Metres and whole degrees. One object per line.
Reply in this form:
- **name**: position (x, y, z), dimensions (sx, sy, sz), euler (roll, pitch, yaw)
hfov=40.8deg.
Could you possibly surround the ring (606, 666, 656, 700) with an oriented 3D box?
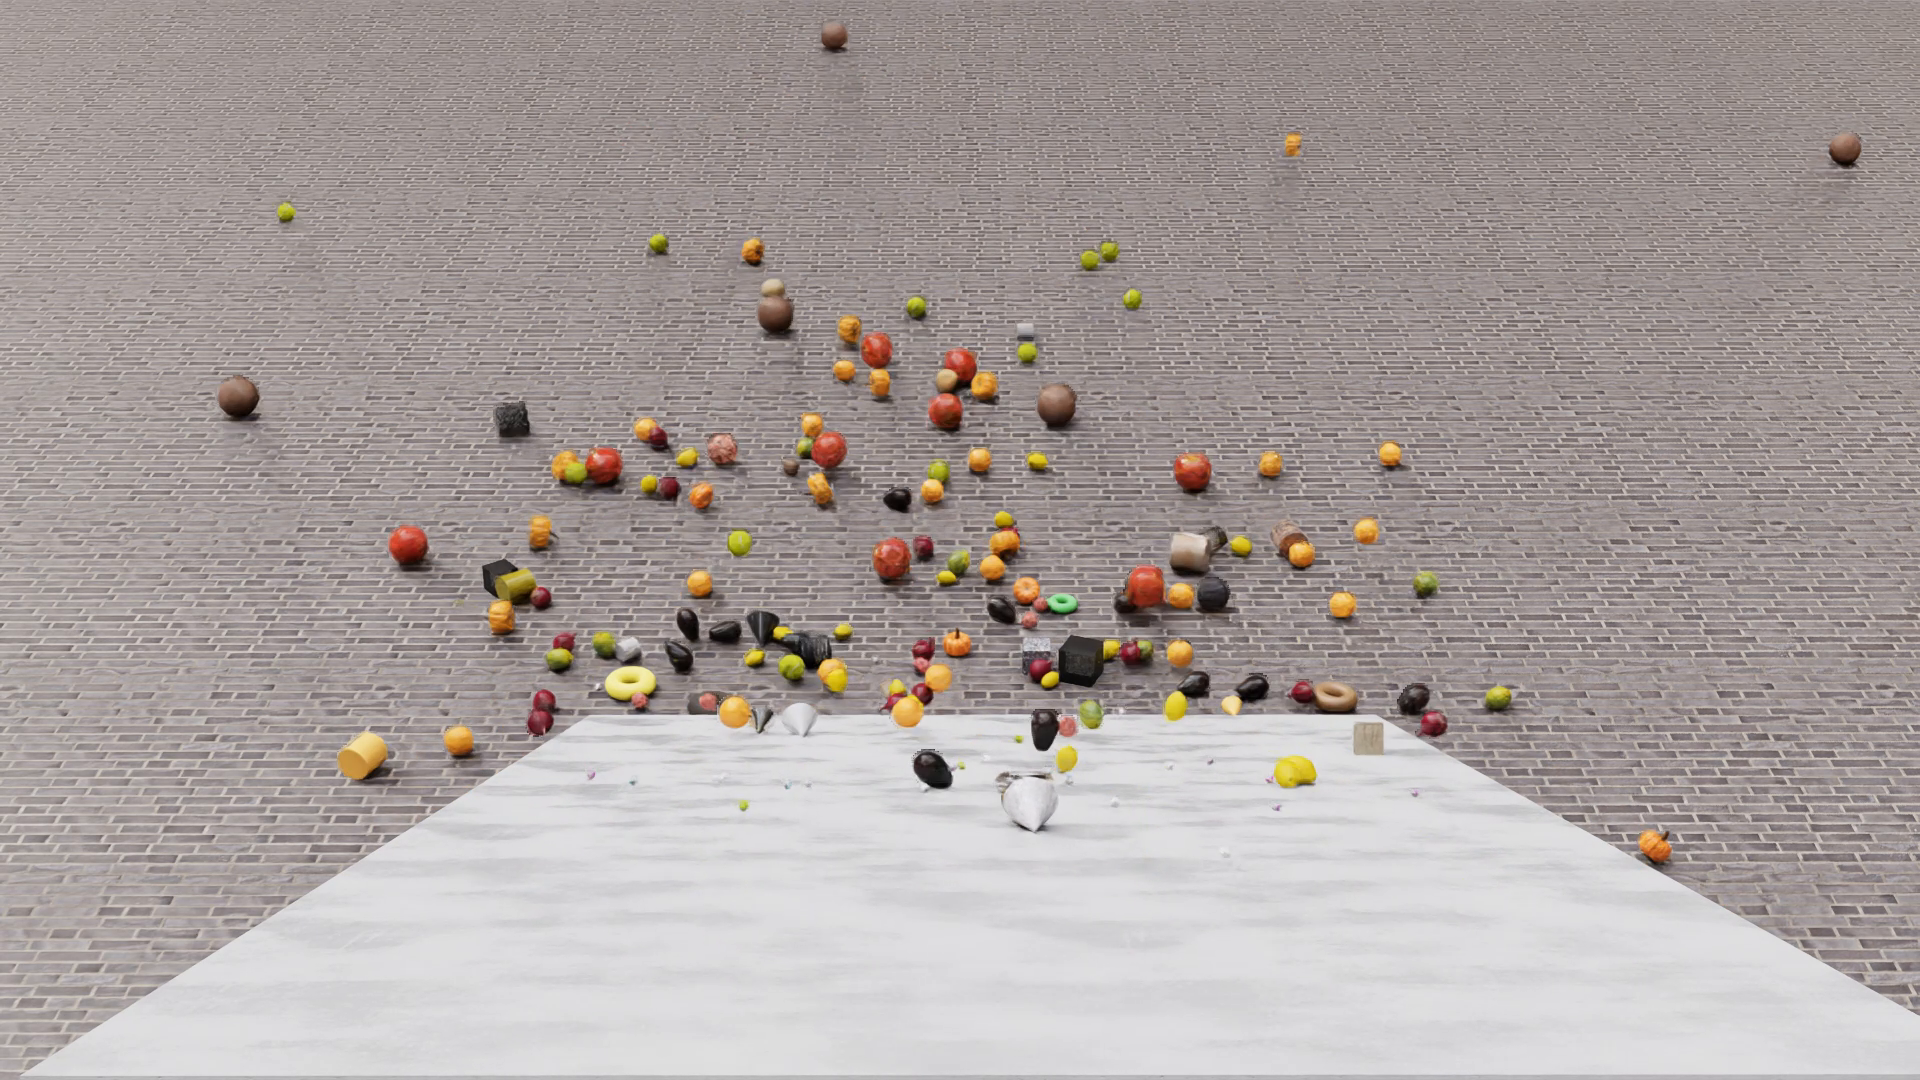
- **ring**: position (-0.875, 0.381, 6.856), dimensions (0.137, 0.046, 0.137), euler (-1, 28, 0)

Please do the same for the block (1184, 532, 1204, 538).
- **block**: position (0.679, 0.021, 7.568), dimensions (0.059, 0.059, 0.059), euler (7, 27, 14)

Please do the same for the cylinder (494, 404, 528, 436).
- **cylinder**: position (-1.451, -0.388, 8.352), dimensions (0.094, 0.094, 0.094), euler (-9, 28, -16)

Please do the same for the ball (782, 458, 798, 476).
- **ball**: position (-0.530, -0.228, 8.081), dimensions (0.051, 0.051, 0.051), euler (0, 26, 0)

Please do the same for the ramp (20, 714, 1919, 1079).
- **ramp**: position (0.060, 0.539, 4.575), dimensions (2.000, 0.100, 4.000), euler (0, 1, 0)

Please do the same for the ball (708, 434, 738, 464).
- **ball**: position (-0.750, -0.285, 8.146), dimensions (0.095, 0.095, 0.095), euler (0, 26, 0)

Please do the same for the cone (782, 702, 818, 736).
- **cone**: position (-0.372, 0.438, 6.034), dimensions (0.084, 0.084, 0.084), euler (-3, 28, -7)

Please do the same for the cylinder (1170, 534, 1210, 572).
- **cylinder**: position (0.668, 0.039, 7.488), dimensions (0.099, 0.099, 0.099), euler (7, 27, 14)

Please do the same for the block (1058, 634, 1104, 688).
- **block**: position (0.324, 0.325, 6.915), dimensions (0.094, 0.094, 0.094), euler (10, 28, 20)

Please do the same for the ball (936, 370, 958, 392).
- **ball**: position (-0.043, -0.534, 8.671), dimensions (0.077, 0.077, 0.077), euler (0, 26, 0)

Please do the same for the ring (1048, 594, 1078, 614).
- **ring**: position (0.290, 0.180, 7.282), dimensions (0.087, 0.029, 0.087), euler (1, 27, -1)

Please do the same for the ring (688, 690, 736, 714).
- **ring**: position (-0.649, 0.436, 6.749), dimensions (0.128, 0.043, 0.128), euler (1, 26, -1)

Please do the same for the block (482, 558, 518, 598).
- **block**: position (-1.313, 0.109, 7.374), dimensions (0.073, 0.073, 0.073), euler (-19, 32, -34)

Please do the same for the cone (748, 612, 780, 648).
- **cone**: position (-0.545, 0.260, 7.105), dimensions (0.092, 0.092, 0.092), euler (1, 53, 2)

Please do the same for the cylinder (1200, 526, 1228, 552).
- **cylinder**: position (0.741, 0.000, 7.604), dimensions (0.066, 0.066, 0.066), euler (-22, 34, -37)

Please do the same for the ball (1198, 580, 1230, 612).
- **ball**: position (0.712, 0.156, 7.262), dimensions (0.090, 0.090, 0.090), euler (0, 26, 0)

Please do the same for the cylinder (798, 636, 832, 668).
- **cylinder**: position (-0.393, 0.301, 6.981), dimensions (0.078, 0.078, 0.078), euler (-6, 27, -12)

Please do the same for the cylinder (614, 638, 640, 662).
- **cylinder**: position (-0.904, 0.299, 7.015), dimensions (0.052, 0.052, 0.052), euler (24, 35, 39)

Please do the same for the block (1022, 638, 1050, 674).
- **block**: position (0.206, 0.314, 6.961), dimensions (0.073, 0.073, 0.073), euler (0, 26, 0)

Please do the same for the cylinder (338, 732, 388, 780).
- **cylinder**: position (-1.498, 0.544, 6.481), dimensions (0.087, 0.087, 0.087), euler (14, 41, 26)

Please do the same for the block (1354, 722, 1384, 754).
- **block**: position (0.893, 0.433, 5.636), dimensions (0.065, 0.065, 0.065), euler (0, 1, 8)

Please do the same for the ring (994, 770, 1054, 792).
- **ring**: position (0.122, 0.463, 4.917), dimensions (0.114, 0.038, 0.114), euler (1, 2, 0)

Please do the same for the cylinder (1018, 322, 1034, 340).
- **cylinder**: position (0.232, -0.737, 9.101), dimensions (0.057, 0.057, 0.057), euler (0, 26, -2)

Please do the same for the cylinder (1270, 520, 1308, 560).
- **cylinder**: position (0.968, 0.000, 7.578), dimensions (0.090, 0.090, 0.090), euler (-5, 27, -10)

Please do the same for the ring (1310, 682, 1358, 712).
- **ring**: position (0.986, 0.413, 6.795), dimensions (0.125, 0.042, 0.125), euler (2, 24, -1)

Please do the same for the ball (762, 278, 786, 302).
- **ball**: position (-0.680, -0.911, 9.419), dimensions (0.088, 0.088, 0.088), euler (0, 26, 0)
